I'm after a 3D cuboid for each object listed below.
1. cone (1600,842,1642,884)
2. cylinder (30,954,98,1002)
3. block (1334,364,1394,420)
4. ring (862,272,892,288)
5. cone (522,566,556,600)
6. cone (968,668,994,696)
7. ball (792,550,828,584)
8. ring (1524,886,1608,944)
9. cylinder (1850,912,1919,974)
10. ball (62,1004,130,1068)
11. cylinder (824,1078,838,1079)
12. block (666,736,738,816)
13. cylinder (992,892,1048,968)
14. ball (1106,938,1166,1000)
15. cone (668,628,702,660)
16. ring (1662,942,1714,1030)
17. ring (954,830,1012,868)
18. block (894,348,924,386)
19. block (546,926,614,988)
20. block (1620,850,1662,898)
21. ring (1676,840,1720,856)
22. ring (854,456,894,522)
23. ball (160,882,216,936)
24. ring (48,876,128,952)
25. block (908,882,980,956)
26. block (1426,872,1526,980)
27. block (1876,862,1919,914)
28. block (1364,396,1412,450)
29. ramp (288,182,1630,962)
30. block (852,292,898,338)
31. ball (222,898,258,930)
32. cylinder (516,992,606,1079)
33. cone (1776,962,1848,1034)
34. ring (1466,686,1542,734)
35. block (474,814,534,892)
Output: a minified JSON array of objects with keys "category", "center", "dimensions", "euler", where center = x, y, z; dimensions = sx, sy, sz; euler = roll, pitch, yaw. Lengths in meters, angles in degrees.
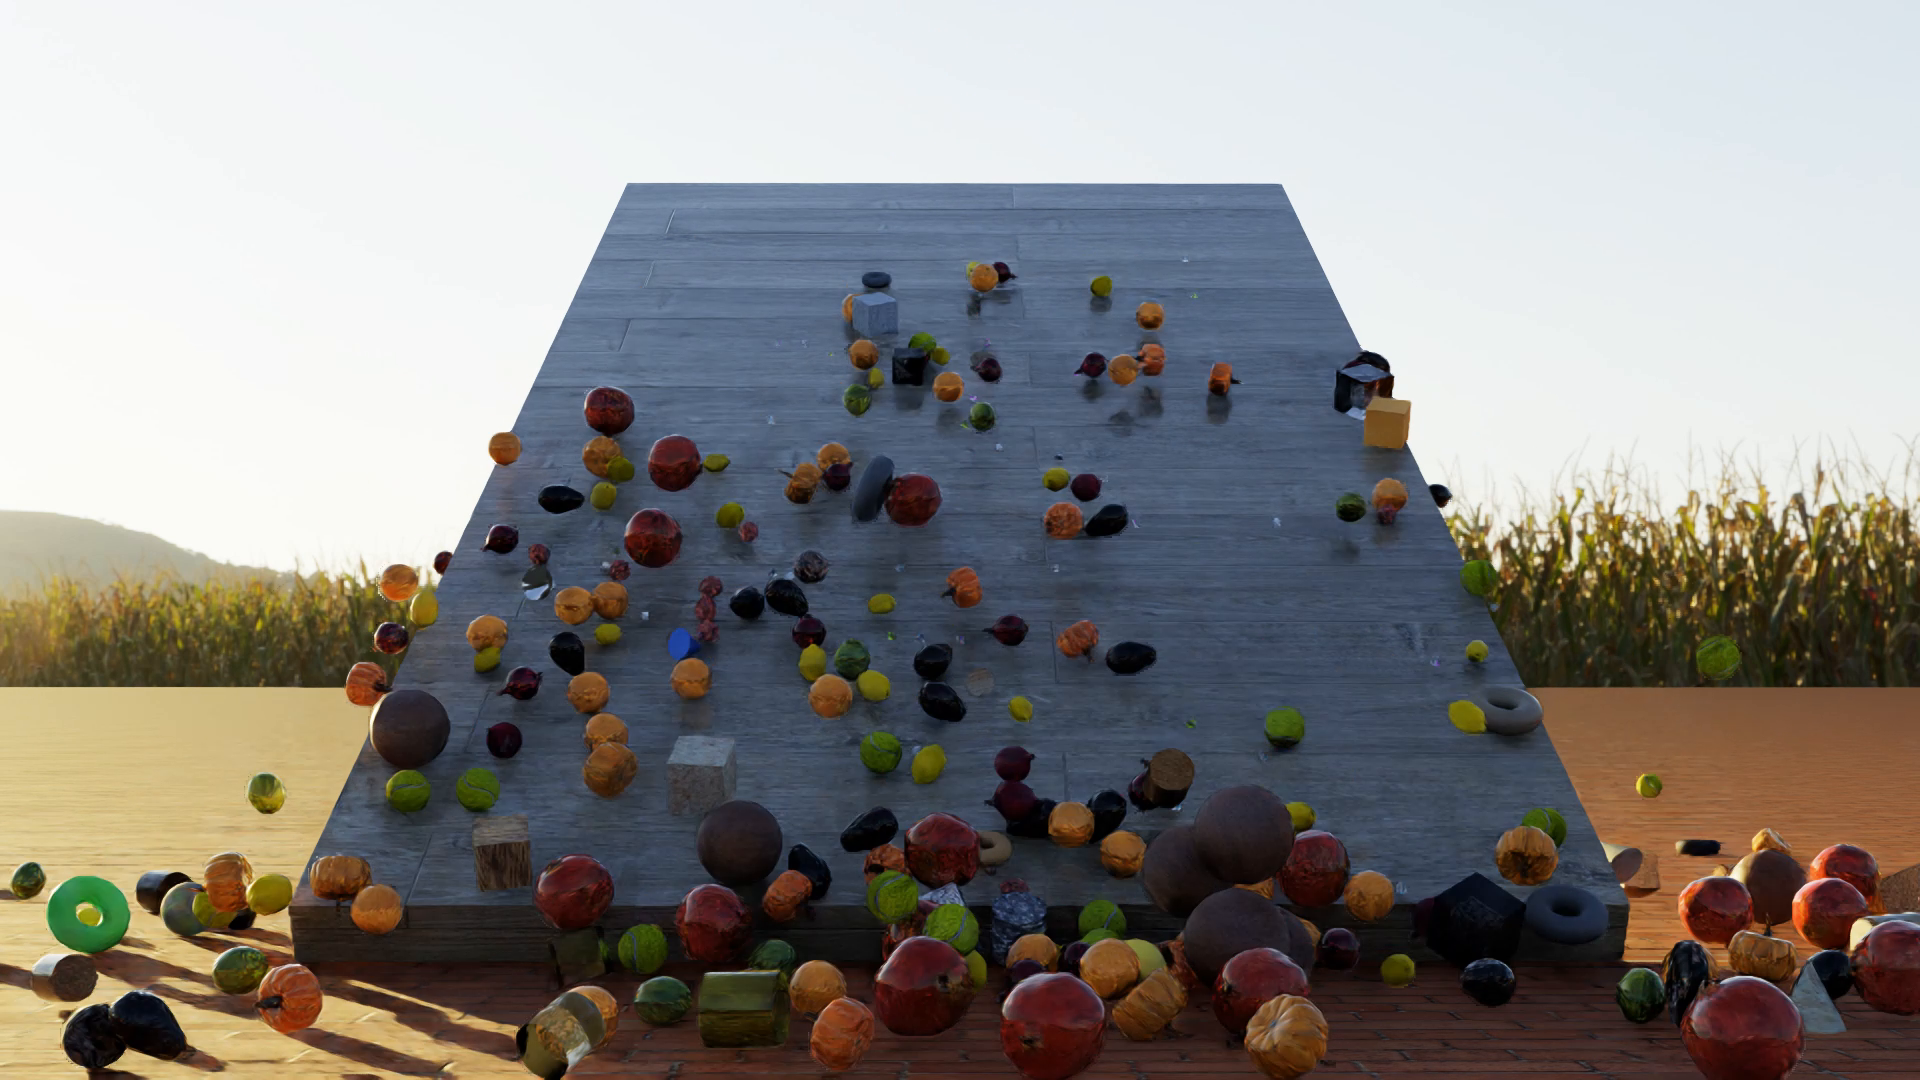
[{"category":"cone","center":[1.074,0.518,3.846],"dimensions":[0.074,0.074,0.074],"euler":[2,27,-29]},{"category":"cylinder","center":[-1.157,0.565,3.005],"dimensions":[0.062,0.062,0.062],"euler":[-9,-9,44]},{"category":"block","center":[0.925,-0.339,5.331],"dimensions":[0.092,0.092,0.092],"euler":[-16,29,-32]},{"category":"ring","center":[-0.221,-0.692,6.194],"dimensions":[0.078,0.026,0.078],"euler":[0,25,0]},{"category":"cone","center":[-0.791,0.085,4.452],"dimensions":[0.066,0.066,0.066],"euler":[-1,-5,22]},{"category":"cone","center":[0.027,0.251,4.095],"dimensions":[0.051,0.051,0.051],"euler":[1,-4,-20]},{"category":"ball","center":[-0.279,0.051,4.349],"dimensions":[0.066,0.066,0.066],"euler":[0,-3,0]},{"category":"ring","center":[0.888,0.549,3.415],"dimensions":[0.123,0.041,0.123],"euler":[-1,26,1]},{"category":"cylinder","center":[1.349,0.583,3.368],"dimensions":[0.081,0.081,0.081],"euler":[-4,-2,-18]},{"category":"ball","center":[-0.944,0.542,2.544],"dimensions":[0.070,0.070,0.070],"euler":[0,-3,0]},{"category":"cylinder","center":[-0.082,0.407,1.585],"dimensions":[0.058,0.058,0.058],"euler":[2,17,-33]},{"category":"block","center":[-0.412,0.377,3.727],"dimensions":[0.091,0.091,0.091],"euler":[3,24,7]},{"category":"cylinder","center":[0.086,0.561,3.349],"dimensions":[0.078,0.078,0.078],"euler":[0,27,0]},{"category":"ball","center":[0.233,0.569,3.087],"dimensions":[0.080,0.080,0.080],"euler":[0,-3,0]},{"category":"cone","center":[-0.488,0.192,4.220],"dimensions":[0.057,0.057,0.057],"euler":[-3,-11,40]},{"category":"ring","center":[0.869,0.532,2.780],"dimensions":[0.036,0.109,0.109],"euler":[-23,-11,18]},{"category":"ring","center":[0.036,0.476,3.585],"dimensions":[0.089,0.030,0.089],"euler":[2,23,-1]},{"category":"block","center":[-0.123,-0.411,5.516],"dimensions":[0.067,0.067,0.067],"euler":[1,24,2]},{"category":"block","center":[-0.498,0.546,3.056],"dimensions":[0.064,0.064,0.064],"euler":[-16,-8,-2]},{"category":"block","center":[1.296,0.643,4.482],"dimensions":[0.073,0.073,0.073],"euler":[3,-24,-8]},{"category":"ring","center":[1.801,0.750,5.682],"dimensions":[0.104,0.035,0.104],"euler":[-1,-4,0]},{"category":"ring","center":[-0.174,-0.102,4.681],"dimensions":[0.047,0.141,0.141],"euler":[22,-1,6]},{"category":"ball","center":[-1.279,0.612,3.862],"dimensions":[0.088,0.088,0.088],"euler":[0,-3,0]},{"category":"ring","center":[-1.355,0.582,3.620],"dimensions":[0.128,0.128,0.043],"euler":[3,-33,-43]},{"category":"block","center":[-0.023,0.541,3.319],"dimensions":[0.070,0.070,0.070],"euler":[-23,-23,-1]},{"category":"block","center":[0.737,0.550,3.324],"dimensions":[0.091,0.091,0.091],"euler":[-22,39,-34]},{"category":"block","center":[1.614,0.597,3.897],"dimensions":[0.092,0.092,0.092],"euler":[3,-29,-36]},{"category":"block","center":[0.948,-0.260,5.163],"dimensions":[0.085,0.085,0.085],"euler":[9,26,19]},{"category":"ramp","center":[-0.008,-0.228,5.314],"dimensions":[2.000,0.100,4.000],"euler":[0,24,0]},{"category":"block","center":[-0.213,-0.566,5.844],"dimensions":[0.083,0.083,0.083],"euler":[-15,28,-30]},{"category":"ball","center":[-1.219,0.633,3.939],"dimensions":[0.056,0.056,0.056],"euler":[0,-3,0]},{"category":"cylinder","center":[-0.408,0.507,2.381],"dimensions":[0.065,0.065,0.065],"euler":[-2,19,30]},{"category":"cone","center":[1.035,0.553,2.834],"dimensions":[0.083,0.083,0.083],"euler":[0,-3,0]},{"category":"ring","center":[0.930,0.290,3.987],"dimensions":[0.130,0.043,0.130],"euler":[1,24,-1]},{"category":"block","center":[-0.691,0.473,3.525],"dimensions":[0.080,0.080,0.080],"euler":[-5,25,-11]}]
